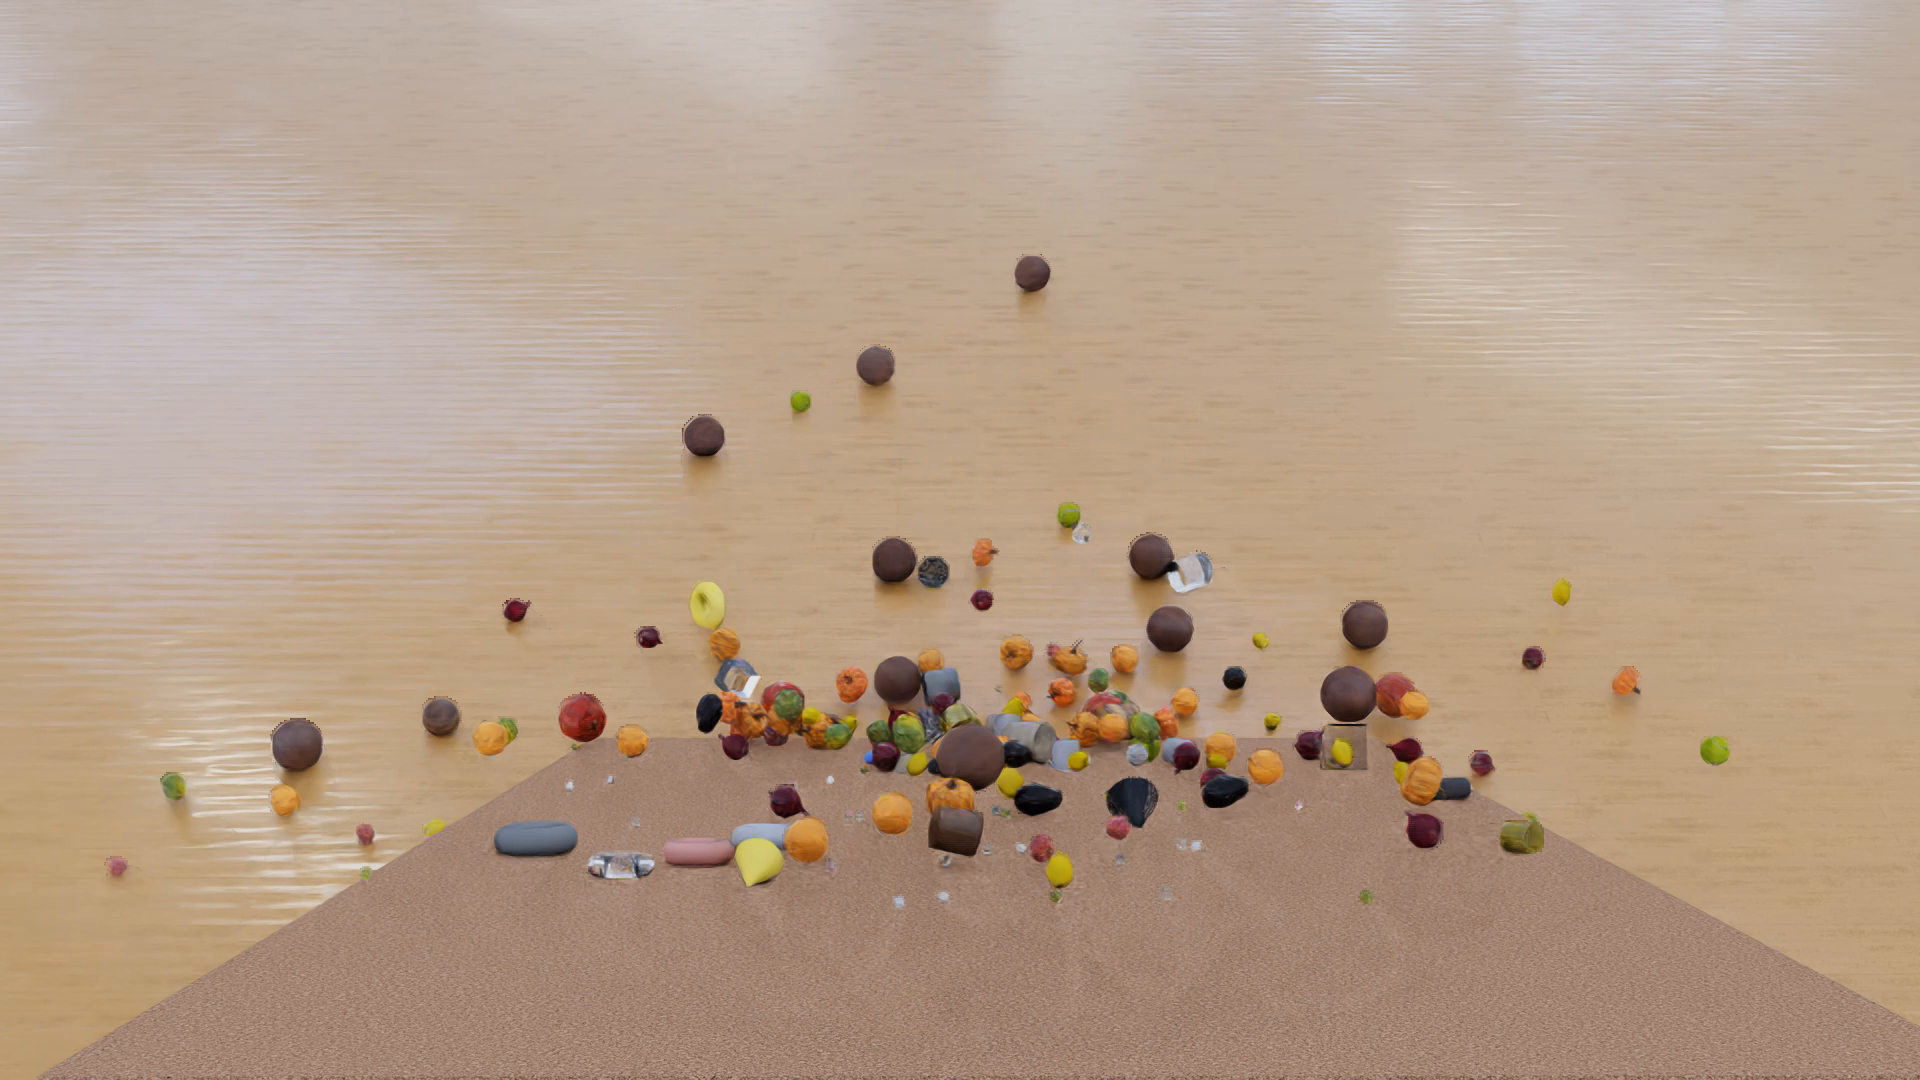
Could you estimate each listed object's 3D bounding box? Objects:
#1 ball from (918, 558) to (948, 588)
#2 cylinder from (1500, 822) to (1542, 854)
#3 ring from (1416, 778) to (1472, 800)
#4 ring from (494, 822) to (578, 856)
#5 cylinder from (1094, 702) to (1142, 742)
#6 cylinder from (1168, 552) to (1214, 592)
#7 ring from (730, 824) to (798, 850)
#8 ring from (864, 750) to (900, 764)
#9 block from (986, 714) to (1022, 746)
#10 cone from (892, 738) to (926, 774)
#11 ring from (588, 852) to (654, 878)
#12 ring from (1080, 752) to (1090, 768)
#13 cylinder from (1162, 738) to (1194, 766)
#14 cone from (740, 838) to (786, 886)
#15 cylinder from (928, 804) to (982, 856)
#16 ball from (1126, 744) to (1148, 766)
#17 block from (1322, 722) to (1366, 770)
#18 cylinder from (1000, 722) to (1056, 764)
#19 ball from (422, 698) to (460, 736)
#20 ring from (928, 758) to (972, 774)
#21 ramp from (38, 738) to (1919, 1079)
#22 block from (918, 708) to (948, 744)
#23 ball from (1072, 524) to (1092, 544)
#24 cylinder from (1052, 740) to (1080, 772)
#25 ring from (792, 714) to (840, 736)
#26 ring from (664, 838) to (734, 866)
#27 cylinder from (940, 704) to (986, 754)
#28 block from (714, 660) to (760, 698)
[{"bbox_3d":[-0.077,0.095,7.466,0.090,0.090,0.090,0,28,0],"label":"ball"},{"bbox_3d":[0.944,0.500,4.347,0.051,0.051,0.051,-25,16,-38],"label":"cylinder"},{"bbox_3d":[0.973,0.500,5.204,0.110,0.037,0.110,-4,-1,0],"label":"ring"},{"bbox_3d":[-0.717,0.504,4.365,0.140,0.047,0.140,-1,1,0],"label":"ring"},{"bbox_3d":[0.391,0.452,6.404,0.091,0.091,0.091,-3,27,-23],"label":"cylinder"},{"bbox_3d":[0.664,0.095,7.447,0.094,0.094,0.094,-17,33,-26],"label":"cylinder"},{"bbox_3d":[-0.334,0.507,4.416,0.117,0.039,0.117,0,-1,0],"label":"ring"},{"bbox_3d":[-0.180,0.499,5.927,0.084,0.028,0.084,-1,1,0],"label":"ring"},{"bbox_3d":[0.110,0.472,6.434,0.071,0.071,0.071,0,1,-14],"label":"block"},{"bbox_3d":[-0.113,0.477,5.735,0.074,0.074,0.074,0,1,0],"label":"cone"},{"bbox_3d":[-0.535,0.512,4.080,0.106,0.035,0.106,0,-1,0],"label":"ring"},{"bbox_3d":[0.254,0.499,5.858,0.087,0.029,0.087,1,1,0],"label":"ring"},{"bbox_3d":[0.495,0.479,5.856,0.057,0.057,0.057,9,30,16],"label":"cylinder"},{"bbox_3d":[-0.318,0.513,3.984,0.077,0.077,0.077,9,44,15],"label":"cone"},{"bbox_3d":[-0.008,0.470,4.175,0.071,0.071,0.071,14,26,-11],"label":"cylinder"},{"bbox_3d":[0.402,0.487,5.871,0.051,0.051,0.051,0,28,0],"label":"ball"},{"bbox_3d":[0.863,0.464,5.808,0.098,0.098,0.098,0,1,10],"label":"block"},{"bbox_3d":[0.158,0.465,5.951,0.093,0.093,0.093,0,24,36],"label":"cylinder"},{"bbox_3d":[-1.360,0.465,6.774,0.100,0.100,0.100,0,28,0],"label":"ball"},{"bbox_3d":[-0.022,0.498,5.683,0.101,0.034,0.101,1,-3,0],"label":"ring"},{"bbox_3d":[0.064,0.574,4.618,2.000,0.100,4.000,0,1,0],"label":"ramp"},{"bbox_3d":[-0.056,0.466,6.458,0.083,0.083,0.083,0,1,-15],"label":"block"},{"bbox_3d":[0.363,-0.017,7.706,0.058,0.058,0.058,0,28,0],"label":"ball"},{"bbox_3d":[0.238,0.482,5.780,0.063,0.063,0.063,0,1,0],"label":"cylinder"},{"bbox_3d":[-0.372,0.475,6.667,0.126,0.042,0.126,-8,-11,-2],"label":"ring"},{"bbox_3d":[-0.425,0.509,4.220,0.116,0.039,0.116,-1,-1,0],"label":"ring"},{"bbox_3d":[0.006,0.446,6.101,0.092,0.092,0.092,-7,21,-13],"label":"cylinder"},{"bbox_3d":[-0.574,0.357,6.635,0.071,0.071,0.071,6,30,-44],"label":"block"}]
